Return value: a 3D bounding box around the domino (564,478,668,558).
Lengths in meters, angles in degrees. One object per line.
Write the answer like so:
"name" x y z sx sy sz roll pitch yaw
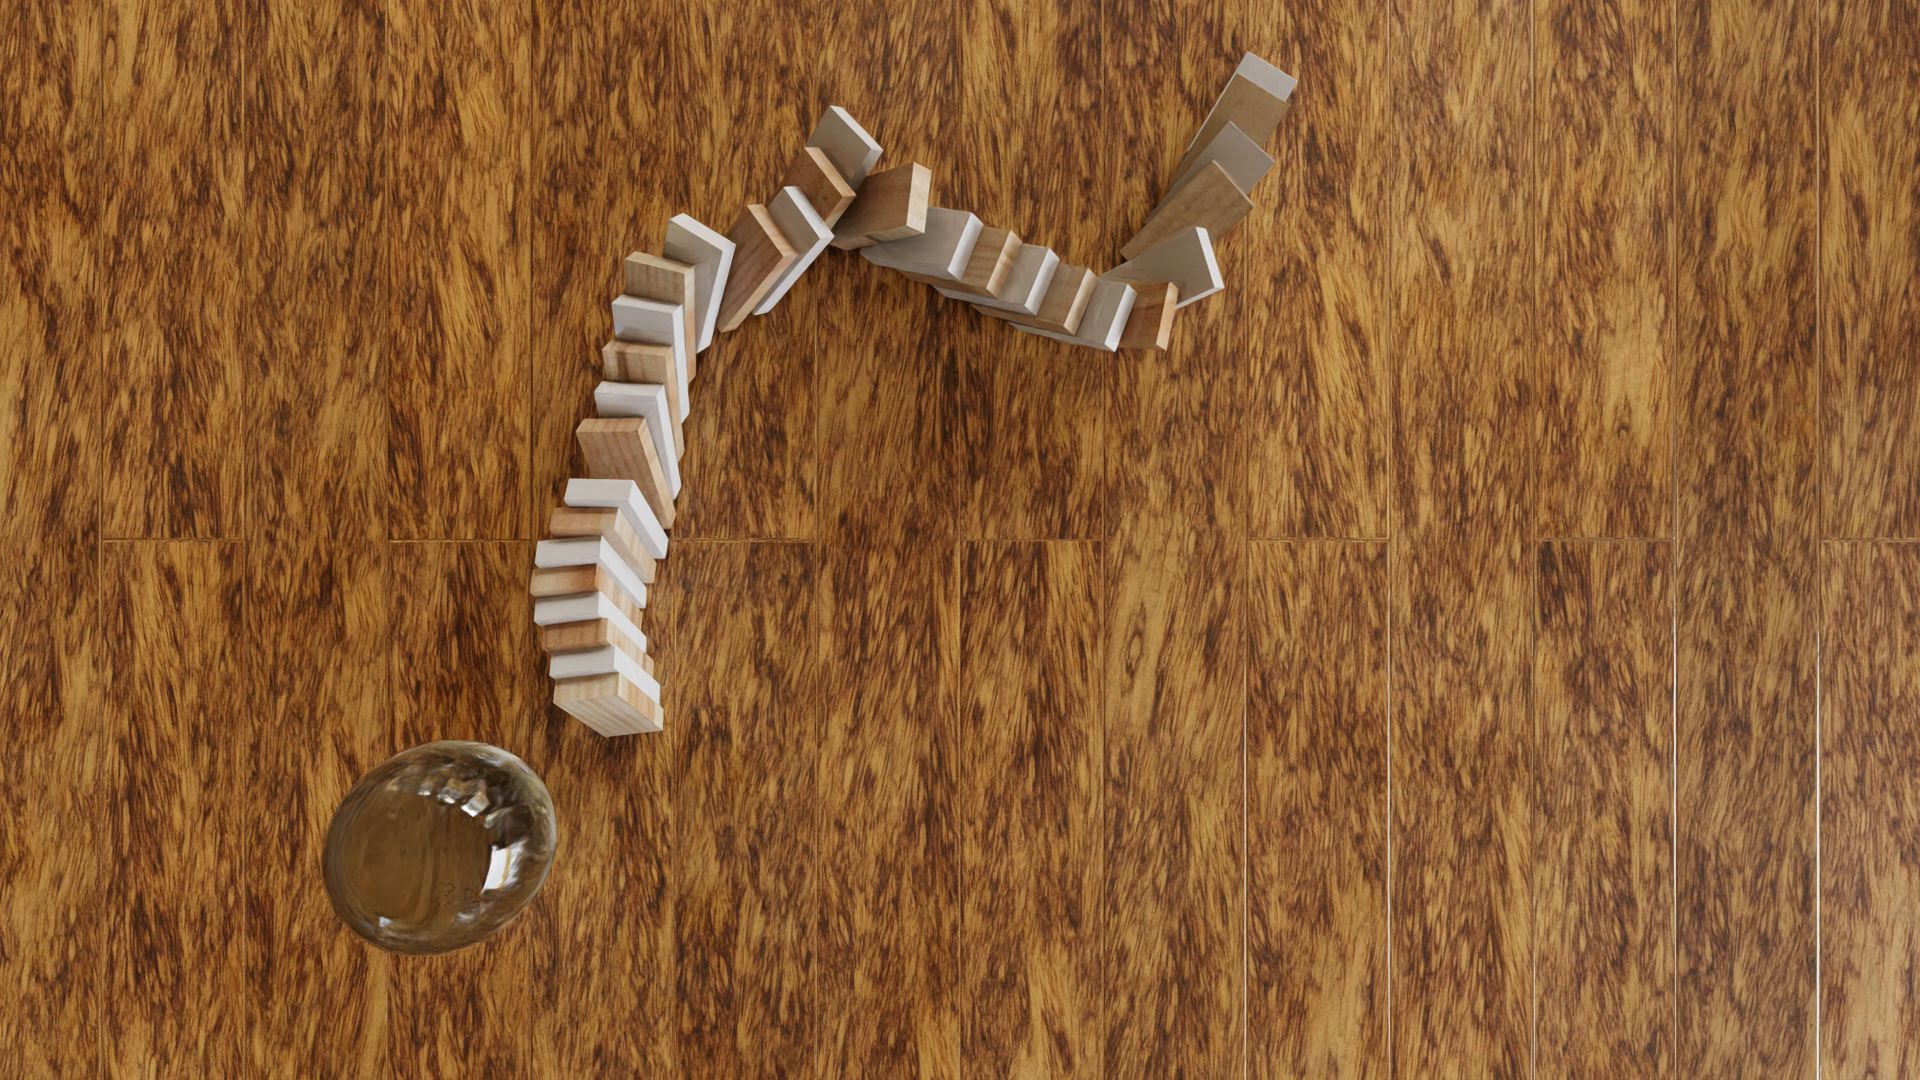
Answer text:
"domino" -0.140 -0.008 0.376 0.025 0.050 0.009 1 63 0

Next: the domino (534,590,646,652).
"domino" -0.150 0.037 0.376 0.025 0.050 0.010 -7 63 0

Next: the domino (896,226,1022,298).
"domino" -0.001 -0.118 0.382 0.050 0.009 0.025 23 90 35

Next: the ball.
"ball" -0.202 0.119 0.360 0.080 0.080 0.080 0 90 0

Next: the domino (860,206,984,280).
"domino" -0.017 -0.125 0.382 0.050 0.009 0.025 22 90 35

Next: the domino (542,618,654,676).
"domino" -0.147 0.047 0.376 0.025 0.050 0.009 -7 63 0

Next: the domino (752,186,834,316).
"domino" -0.077 -0.120 0.381 0.050 0.010 0.025 -35 90 37

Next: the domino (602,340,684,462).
"domino" -0.131 -0.057 0.381 0.025 0.009 0.050 6 127 0

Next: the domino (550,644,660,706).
"domino" -0.144 0.058 0.376 0.025 0.050 0.009 -7 63 0

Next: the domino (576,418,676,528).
"domino" -0.137 -0.027 0.379 0.025 0.010 0.050 -1 131 4

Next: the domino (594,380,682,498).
"domino" -0.133 -0.041 0.381 0.025 0.010 0.050 4 129 0

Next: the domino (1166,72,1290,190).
"domino" 0.111 -0.163 0.382 0.025 0.010 0.050 32 122 0

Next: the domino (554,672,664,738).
"domino" -0.143 0.068 0.376 0.025 0.050 0.009 -7 63 0

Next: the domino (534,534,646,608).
"domino" -0.150 0.015 0.376 0.025 0.050 0.010 -6 63 0

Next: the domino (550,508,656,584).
"domino" -0.145 0.003 0.376 0.025 0.050 0.009 0 63 0

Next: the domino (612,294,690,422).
"domino" -0.128 -0.074 0.381 0.025 0.009 0.050 10 127 2

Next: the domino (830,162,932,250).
"domino" -0.034 -0.137 0.379 0.050 0.009 0.025 7 90 45

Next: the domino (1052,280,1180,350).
"domino" 0.064 -0.094 0.381 0.050 0.010 0.025 13 93 37

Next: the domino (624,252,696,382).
"domino" -0.124 -0.091 0.381 0.025 0.010 0.050 14 127 3

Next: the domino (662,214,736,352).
"domino" -0.112 -0.106 0.380 0.025 0.010 0.050 31 129 2

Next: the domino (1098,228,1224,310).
"domino" 0.081 -0.106 0.380 0.050 0.009 0.025 -17 90 40

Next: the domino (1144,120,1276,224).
"domino" 0.103 -0.145 0.382 0.025 0.010 0.050 40 122 -3

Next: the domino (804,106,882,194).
"domino" -0.056 -0.151 0.382 0.025 0.010 0.050 47 121 5

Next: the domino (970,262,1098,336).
"domino" 0.030 -0.103 0.381 0.050 0.009 0.025 24 91 36

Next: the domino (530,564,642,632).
"domino" -0.152 0.026 0.376 0.025 0.050 0.010 -6 63 0

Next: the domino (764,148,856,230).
"domino" -0.067 -0.134 0.381 0.050 0.009 0.025 -39 88 37

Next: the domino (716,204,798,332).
"domino" -0.091 -0.112 0.381 0.050 0.009 0.025 -36 90 37

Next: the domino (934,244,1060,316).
"domino" 0.014 -0.111 0.382 0.050 0.010 0.025 23 90 36

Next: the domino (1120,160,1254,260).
"domino" 0.094 -0.130 0.382 0.025 0.010 0.050 46 121 -6

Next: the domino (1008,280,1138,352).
"domino" 0.046 -0.096 0.381 0.050 0.010 0.025 23 93 36

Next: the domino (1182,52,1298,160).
"domino" 0.120 -0.181 0.395 0.025 0.010 0.050 31 90 0
